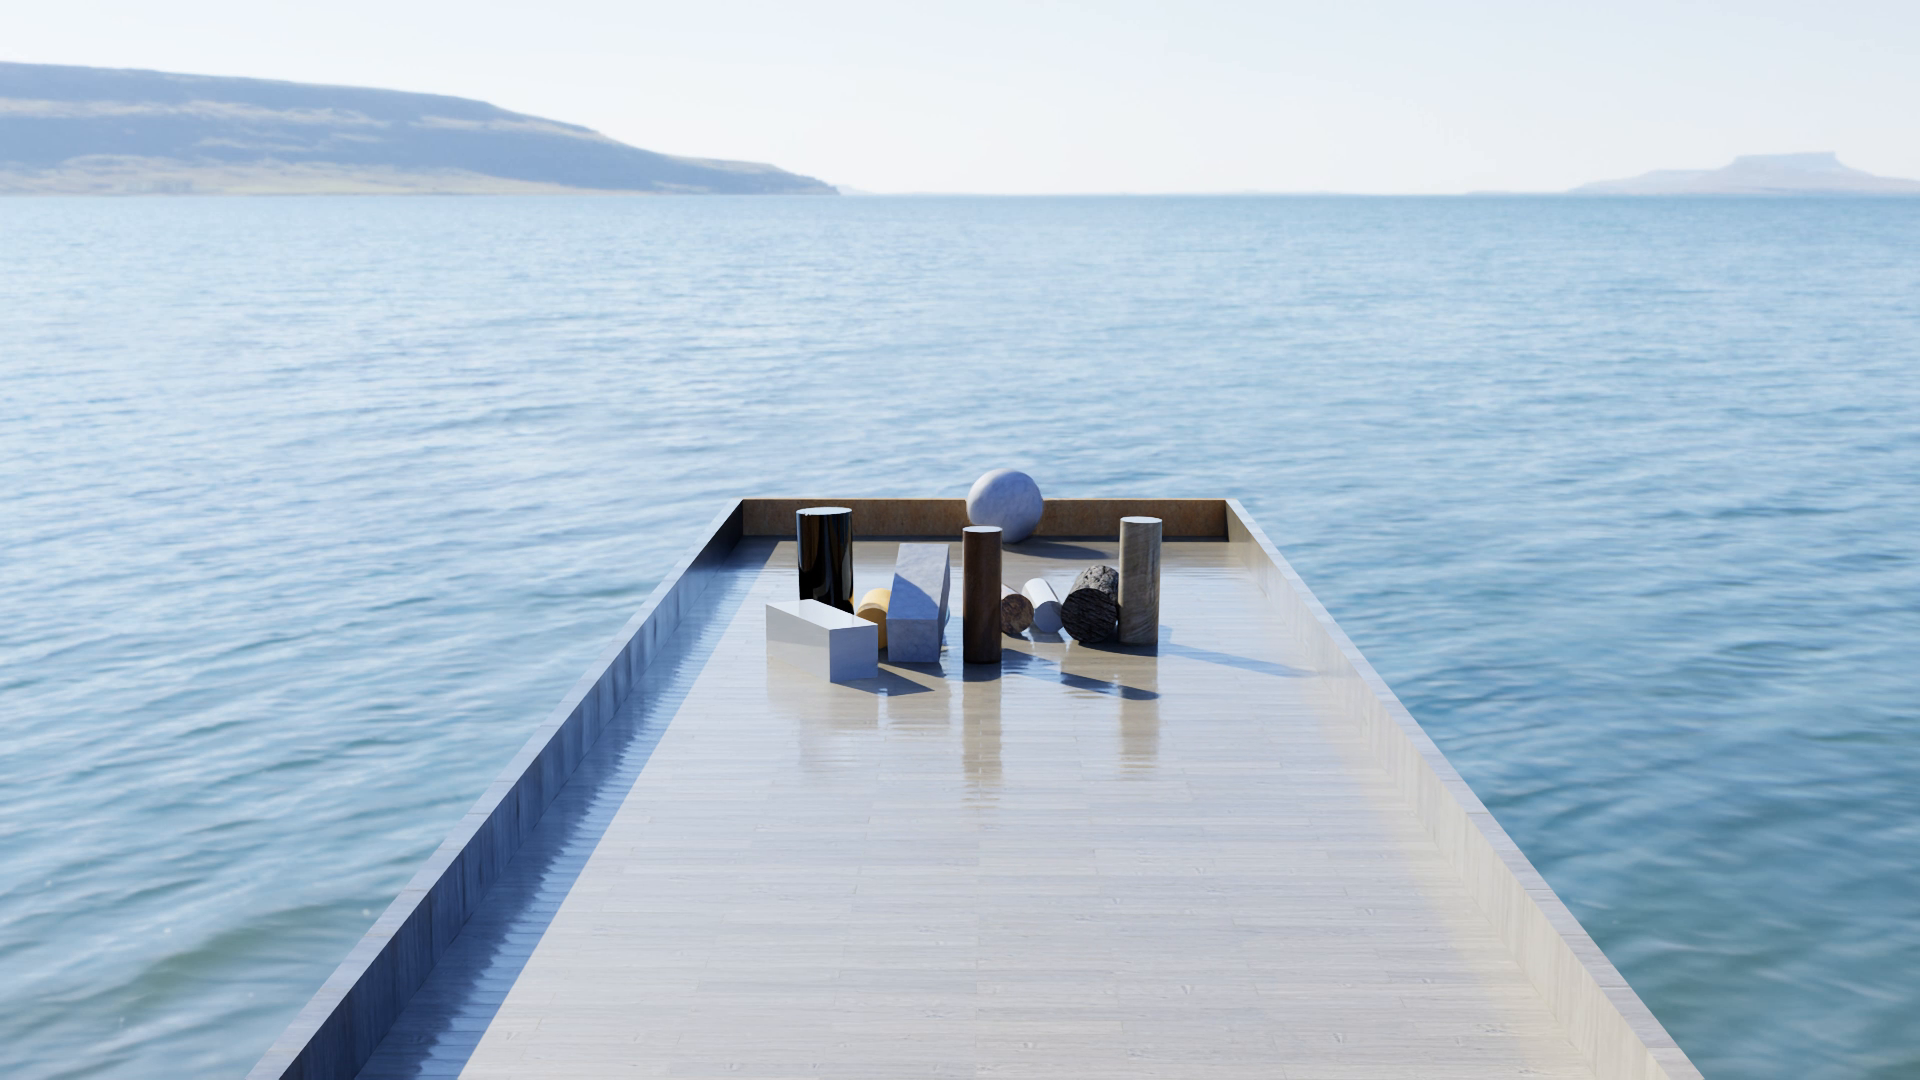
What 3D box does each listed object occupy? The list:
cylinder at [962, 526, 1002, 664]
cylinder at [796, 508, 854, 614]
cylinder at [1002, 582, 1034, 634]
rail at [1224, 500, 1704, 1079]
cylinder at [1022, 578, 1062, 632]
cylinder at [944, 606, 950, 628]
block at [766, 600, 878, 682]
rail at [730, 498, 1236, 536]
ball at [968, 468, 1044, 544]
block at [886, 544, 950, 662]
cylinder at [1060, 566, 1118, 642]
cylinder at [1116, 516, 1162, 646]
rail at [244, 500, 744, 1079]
[{"bbox_3d":[0.067,0.167,6.667,0.119,0.404,0.119,0,9,0],"label":"cylinder"},{"bbox_3d":[-0.423,0.115,6.939,0.173,0.417,0.173,-1,8,0],"label":"cylinder"},{"bbox_3d":[0.125,0.207,7.286,0.130,0.130,0.404,-2,9,-15],"label":"cylinder"},{"bbox_3d":[1.046,0.843,3.208,0.050,0.150,12.000,0,9,1],"label":"rail"},{"bbox_3d":[0.278,0.215,7.310,0.107,0.107,0.415,-1,9,-4],"label":"cylinder"},{"bbox_3d":[-0.118,0.204,7.230,0.154,0.154,0.398,0,9,-3],"label":"cylinder"},{"bbox_3d":[-0.420,0.299,6.619,0.157,0.157,0.459,-5,10,-28],"label":"block"},{"bbox_3d":[0.099,-0.098,9.147,2.100,0.150,0.050,0,9,1],"label":"rail"},{"bbox_3d":[0.182,-0.138,8.901,0.307,0.307,0.307,0,9,0],"label":"ball"},{"bbox_3d":[-0.126,0.191,6.822,0.155,0.155,0.434,1,31,5],"label":"block"},{"bbox_3d":[0.437,0.205,7.146,0.177,0.177,0.430,1,9,8],"label":"cylinder"},{"bbox_3d":[0.566,0.129,6.937,0.131,0.391,0.131,1,9,0],"label":"cylinder"},{"bbox_3d":[-1.004,0.839,3.234,0.050,0.150,12.000,0,9,1],"label":"rail"}]
